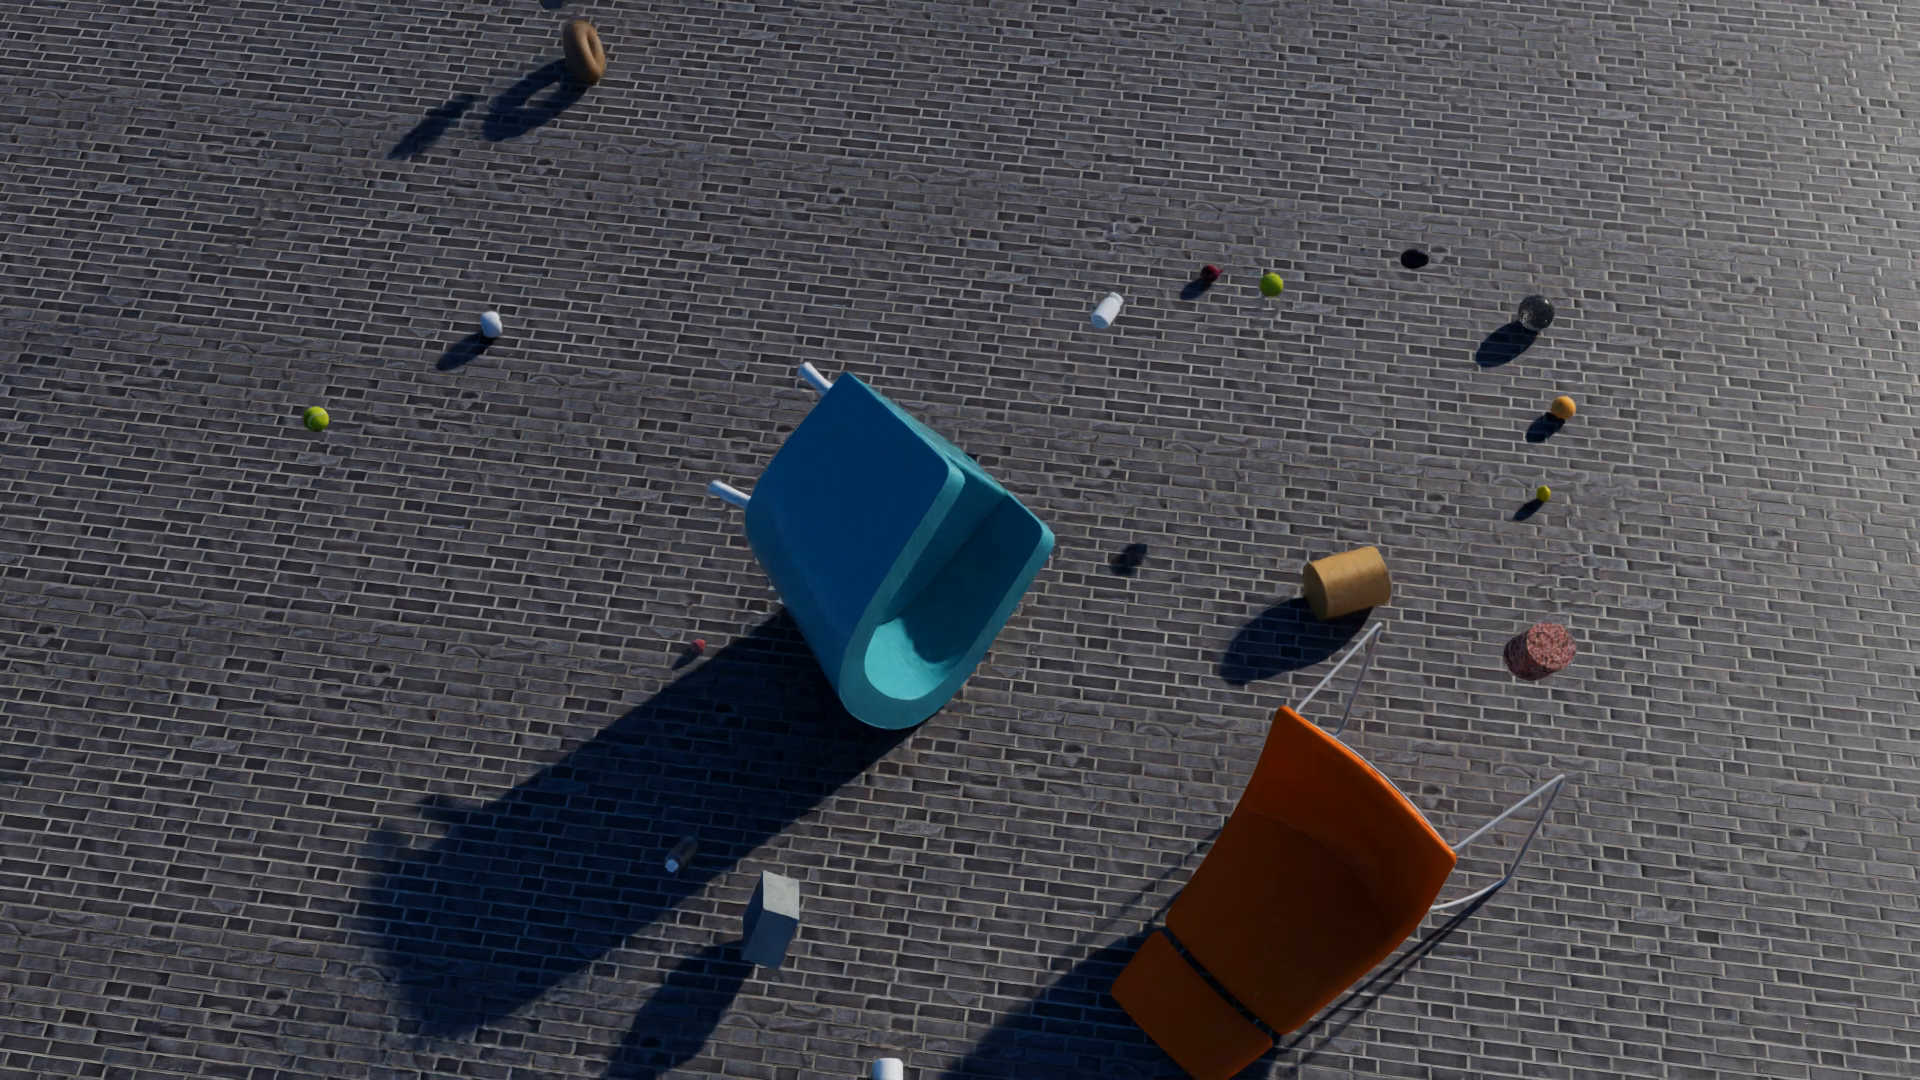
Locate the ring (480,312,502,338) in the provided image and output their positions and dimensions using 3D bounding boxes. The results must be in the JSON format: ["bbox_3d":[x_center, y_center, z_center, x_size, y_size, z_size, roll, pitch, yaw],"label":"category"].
[{"bbox_3d":[-1.488,-0.683,6.975,0.057,0.101,0.083,-14,81,-8],"label":"ring"}]

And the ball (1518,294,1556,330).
[{"bbox_3d":[1.833,-0.724,6.990,0.116,0.116,0.116,0,56,0],"label":"ball"}]

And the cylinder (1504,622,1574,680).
[{"bbox_3d":[1.516,0.292,5.758,0.131,0.164,0.120,32,75,1],"label":"cylinder"}]

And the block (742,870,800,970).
[{"bbox_3d":[-0.494,0.991,5.739,0.100,0.155,0.211,20,16,-11],"label":"block"}]

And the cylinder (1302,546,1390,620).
[{"bbox_3d":[1.122,0.124,6.387,0.198,0.172,0.173,-15,17,-10],"label":"cylinder"}]
